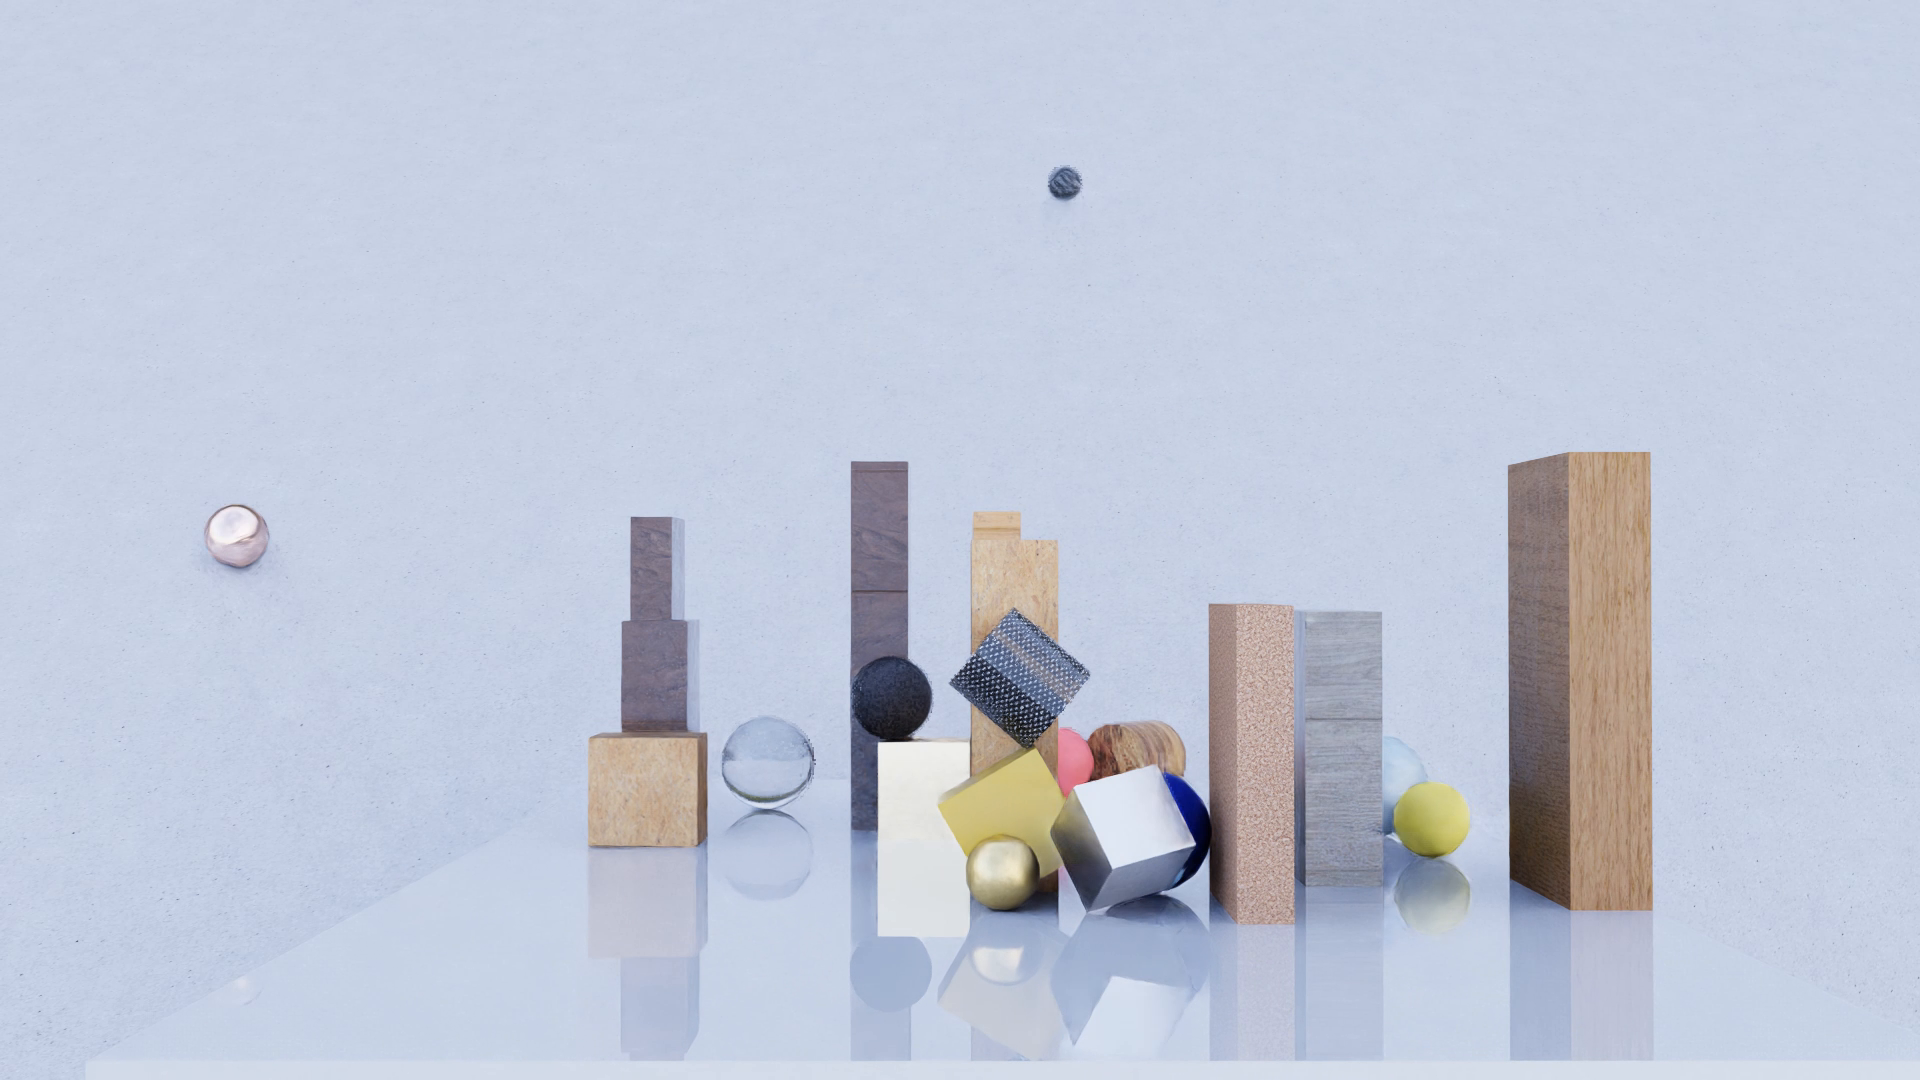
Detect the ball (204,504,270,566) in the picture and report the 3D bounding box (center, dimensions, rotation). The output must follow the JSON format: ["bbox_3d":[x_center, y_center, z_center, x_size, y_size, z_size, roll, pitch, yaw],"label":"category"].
[{"bbox_3d":[-2.152,-0.014,7.714,0.187,0.187,0.187,0,33,0],"label":"ball"}]

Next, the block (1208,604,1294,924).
[{"bbox_3d":[0.455,0.338,4.075,0.085,0.474,0.431,0,-1,0],"label":"block"}]

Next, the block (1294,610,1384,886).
[{"bbox_3d":[0.643,0.353,4.537,0.129,0.460,0.394,0,-1,0],"label":"block"}]

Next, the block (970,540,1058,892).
[{"bbox_3d":[0.091,0.292,4.424,0.143,0.579,0.311,0,-1,0],"label":"block"}]

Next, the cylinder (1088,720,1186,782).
[{"bbox_3d":[0.416,0.523,6.175,0.177,0.177,0.177,27,16,36],"label":"cylinder"}]

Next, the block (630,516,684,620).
[{"bbox_3d":[-0.688,0.279,5.903,0.092,0.657,0.271,0,-1,0],"label":"block"}]

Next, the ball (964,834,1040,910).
[{"bbox_3d":[0.066,0.516,4.025,0.117,0.117,0.117,0,33,0],"label":"ball"}]

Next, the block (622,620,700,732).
[{"bbox_3d":[-0.614,0.381,5.330,0.133,0.432,0.244,0,-1,0],"label":"block"}]

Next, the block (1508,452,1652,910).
[{"bbox_3d":[1.009,0.222,4.246,0.127,0.711,0.447,0,-1,0],"label":"block"}]

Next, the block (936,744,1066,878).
[{"bbox_3d":[0.087,0.453,4.175,0.181,0.181,0.181,-30,-1,-1],"label":"block"}]

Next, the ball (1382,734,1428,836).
[{"bbox_3d":[0.836,0.492,5.210,0.206,0.206,0.206,0,33,0],"label":"ball"}]

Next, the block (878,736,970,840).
[{"bbox_3d":[-0.053,0.500,5.238,0.192,0.192,0.192,0,-1,9],"label":"block"}]

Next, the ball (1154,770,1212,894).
[{"bbox_3d":[0.311,0.478,4.252,0.201,0.201,0.201,0,33,0],"label":"ball"}]

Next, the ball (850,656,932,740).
[{"bbox_3d":[-0.140,0.320,5.267,0.168,0.168,0.168,0,33,0],"label":"ball"}]

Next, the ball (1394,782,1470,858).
[{"bbox_3d":[0.874,0.517,4.800,0.141,0.141,0.141,0,33,0],"label":"ball"}]

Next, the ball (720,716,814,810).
[{"bbox_3d":[-0.435,0.503,5.844,0.207,0.207,0.207,0,33,0],"label":"ball"}]

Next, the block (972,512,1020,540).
[{"bbox_3d":[0.066,0.271,4.794,0.084,0.635,0.444,0,-1,0],"label":"block"}]

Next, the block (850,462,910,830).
[{"bbox_3d":[-0.166,0.220,5.503,0.119,0.761,0.300,0,-1,0],"label":"block"}]

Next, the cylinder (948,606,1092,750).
[{"bbox_3d":[0.096,0.223,4.188,0.164,0.164,0.164,40,41,1],"label":"cylinder"}]

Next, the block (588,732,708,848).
[{"bbox_3d":[-0.612,0.489,5.102,0.210,0.210,0.210,0,-1,0],"label":"block"}]

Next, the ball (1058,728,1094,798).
[{"bbox_3d":[0.230,0.526,6.103,0.169,0.169,0.169,0,33,0],"label":"ball"}]

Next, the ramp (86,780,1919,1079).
[{"bbox_3d":[0.073,0.637,4.746,2.000,0.100,4.000,0,-1,0],"label":"ramp"}]

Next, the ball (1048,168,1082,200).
[{"bbox_3d":[0.397,-1.353,9.850,0.126,0.126,0.126,0,33,0],"label":"ball"}]

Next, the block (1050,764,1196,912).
[{"bbox_3d":[0.249,0.460,3.999,0.146,0.146,0.146,-13,60,-24],"label":"block"}]
